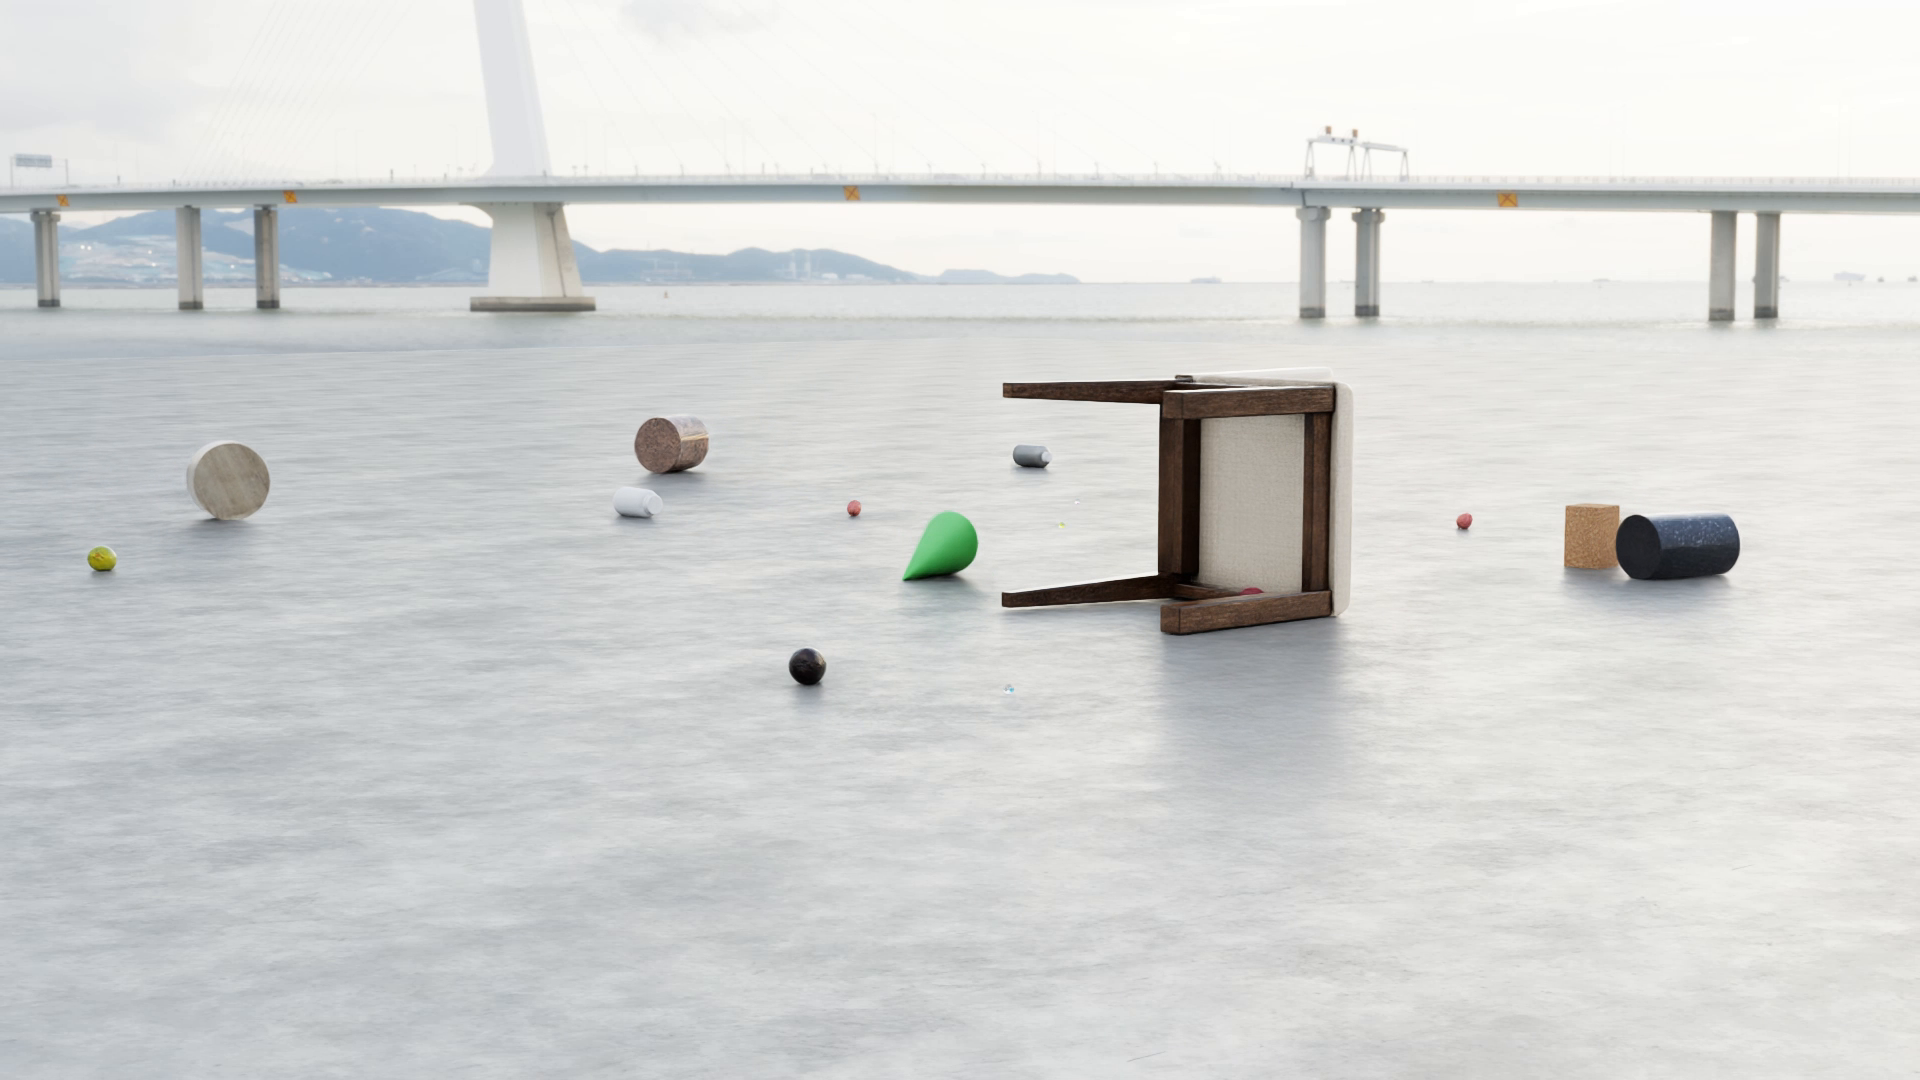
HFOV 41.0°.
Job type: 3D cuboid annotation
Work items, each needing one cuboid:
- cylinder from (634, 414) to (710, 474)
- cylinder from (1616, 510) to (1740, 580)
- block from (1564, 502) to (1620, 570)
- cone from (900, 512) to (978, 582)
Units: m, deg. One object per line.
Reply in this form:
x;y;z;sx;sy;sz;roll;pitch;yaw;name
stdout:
-0.969;-0.324;8.636;0.178;0.190;0.181;34;19;19;cylinder
1.572;0.010;5.621;0.226;0.142;0.145;-3;21;-27;cylinder
1.433;-0.009;5.821;0.088;0.139;0.091;5;8;41;block
-0.074;0.047;5.604;0.174;0.131;0.197;-38;-7;-39;cone
